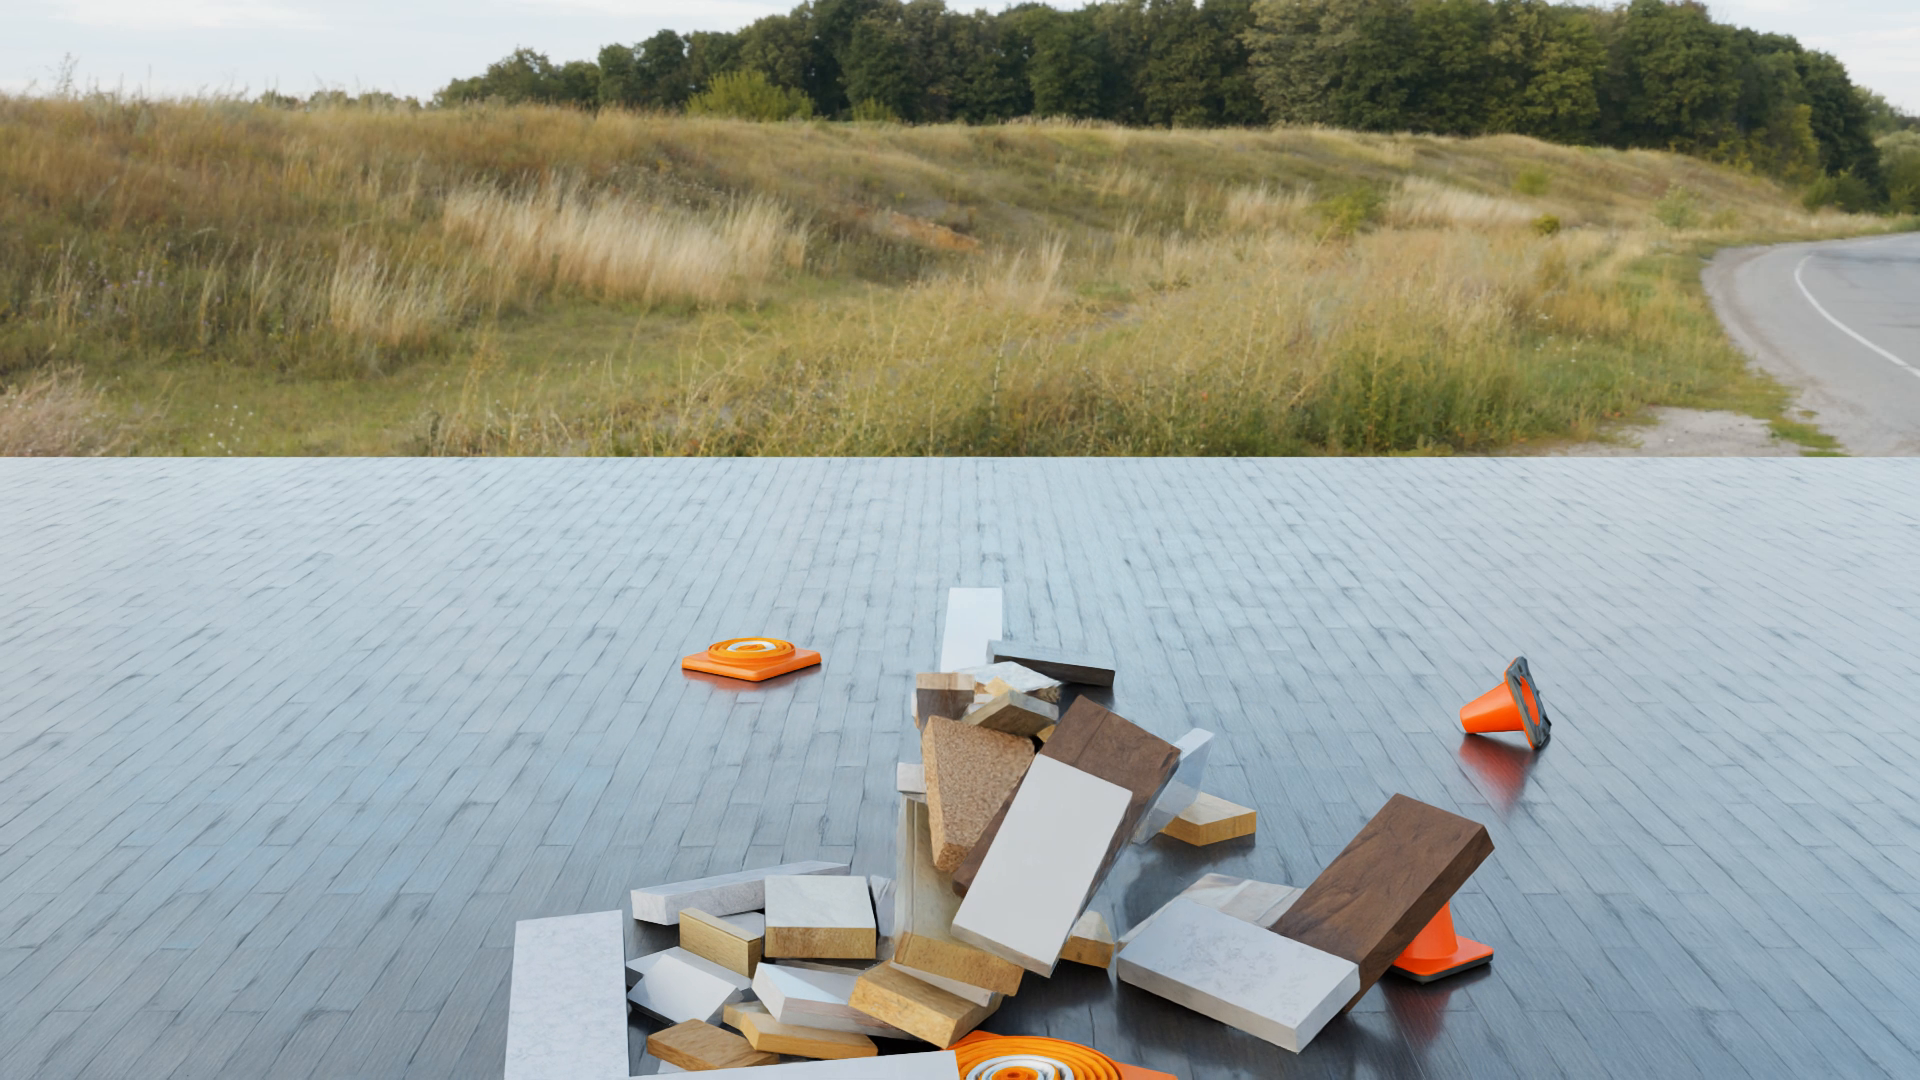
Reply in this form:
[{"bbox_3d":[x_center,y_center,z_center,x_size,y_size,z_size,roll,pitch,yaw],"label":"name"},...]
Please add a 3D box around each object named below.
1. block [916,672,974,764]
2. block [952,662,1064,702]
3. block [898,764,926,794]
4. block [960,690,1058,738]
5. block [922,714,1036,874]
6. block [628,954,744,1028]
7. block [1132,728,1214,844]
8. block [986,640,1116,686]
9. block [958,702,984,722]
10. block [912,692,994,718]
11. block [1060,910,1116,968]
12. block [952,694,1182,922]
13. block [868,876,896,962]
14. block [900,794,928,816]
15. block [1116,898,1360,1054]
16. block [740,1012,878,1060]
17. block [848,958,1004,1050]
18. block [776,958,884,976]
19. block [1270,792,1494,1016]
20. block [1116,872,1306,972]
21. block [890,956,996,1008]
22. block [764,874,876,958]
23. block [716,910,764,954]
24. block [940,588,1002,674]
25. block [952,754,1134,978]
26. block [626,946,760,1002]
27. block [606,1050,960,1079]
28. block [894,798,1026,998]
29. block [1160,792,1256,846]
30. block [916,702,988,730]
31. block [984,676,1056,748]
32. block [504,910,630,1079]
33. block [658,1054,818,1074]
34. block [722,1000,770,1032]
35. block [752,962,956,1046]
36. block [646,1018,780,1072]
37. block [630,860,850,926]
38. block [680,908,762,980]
[{"bbox_3d":[-0.022,0.337,3.777,0.091,0.026,0.706,1,-19,1],"label":"block"},{"bbox_3d":[0.102,0.319,4.814,0.141,0.040,0.282,23,12,26],"label":"block"},{"bbox_3d":[-0.015,0.399,3.631,0.155,0.044,0.310,1,-8,3],"label":"block"},{"bbox_3d":[0.066,0.293,3.486,0.091,0.026,0.182,21,-35,-26],"label":"block"},{"bbox_3d":[0.039,0.395,3.327,0.171,0.049,0.343,15,25,-12],"label":"block"},{"bbox_3d":[-0.395,0.654,3.143,0.172,0.024,0.086,11,48,45],"label":"block"},{"bbox_3d":[0.373,0.434,3.906,0.038,0.133,0.297,20,17,20],"label":"block"},{"bbox_3d":[0.208,0.284,5.083,0.282,0.040,0.141,8,11,-7],"label":"block"},{"bbox_3d":[0.041,0.314,3.595,0.091,0.026,0.182,9,-24,-8],"label":"block"},{"bbox_3d":[-0.010,0.339,4.422,0.158,0.045,0.315,1,-7,2],"label":"block"},{"bbox_3d":[0.077,0.581,3.376,0.304,0.040,0.140,14,9,-8],"label":"block"},{"bbox_3d":[0.153,0.397,3.114,0.171,0.049,0.343,28,62,17],"label":"block"},{"bbox_3d":[-0.069,0.586,3.353,0.133,0.038,0.265,13,9,-7],"label":"block"},{"bbox_3d":[-0.011,0.487,3.658,0.155,0.044,0.311,1,-22,4],"label":"block"},{"bbox_3d":[0.399,0.623,3.172,0.315,0.045,0.157,15,37,41],"label":"block"},{"bbox_3d":[-0.204,0.671,2.961,0.169,0.024,0.085,13,3,-21],"label":"block"},{"bbox_3d":[-0.040,0.629,3.053,0.145,0.041,0.291,21,4,14],"label":"block"},{"bbox_3d":[-0.171,0.640,3.324,0.193,0.027,0.096,4,11,19],"label":"block"},{"bbox_3d":[0.615,0.537,3.284,0.355,0.050,0.177,-42,31,-21],"label":"block"},{"bbox_3d":[0.401,0.609,3.431,0.177,0.050,0.355,6,12,29],"label":"block"},{"bbox_3d":[0.012,0.570,3.151,0.145,0.041,0.291,21,14,10],"label":"block"},{"bbox_3d":[-0.216,0.568,3.336,0.159,0.045,0.319,2,5,-6],"label":"block"},{"bbox_3d":[-0.339,0.608,3.404,0.103,0.029,0.206,-6,3,-27],"label":"block"},{"bbox_3d":[0.026,0.306,5.091,0.141,0.040,1.719,0,11,1],"label":"block"},{"bbox_3d":[0.115,0.443,3.017,0.145,0.041,0.291,22,56,12],"label":"block"},{"bbox_3d":[-0.398,0.654,3.246,0.103,0.029,0.206,-10,14,-43],"label":"block"},{"bbox_3d":[-0.638,0.718,2.718,1.279,0.024,0.085,-4,21,-5],"label":"block"},{"bbox_3d":[-0.004,0.507,3.179,0.171,0.049,0.469,17,14,-5],"label":"block"},{"bbox_3d":[0.398,0.498,4.058,0.139,0.040,0.279,-8,13,-36],"label":"block"},{"bbox_3d":[0.018,0.343,4.101,0.157,0.045,0.661,1,-8,3],"label":"block"},{"bbox_3d":[0.146,0.371,4.483,0.040,0.139,0.279,-42,19,-6],"label":"block"},{"bbox_3d":[-0.545,0.662,3.068,0.159,0.045,0.609,-5,13,-9],"label":"block"},{"bbox_3d":[-0.297,0.707,2.957,0.206,0.029,0.103,0,11,-1],"label":"block"},{"bbox_3d":[-0.237,0.670,3.093,0.172,0.024,0.086,4,5,-41],"label":"block"},{"bbox_3d":[-0.144,0.647,3.064,0.265,0.038,0.133,13,5,-23],"label":"block"},{"bbox_3d":[-0.331,0.684,2.936,0.169,0.024,0.085,9,14,41],"label":"block"},{"bbox_3d":[-0.353,0.569,3.558,0.319,0.045,0.159,-6,-2,-27],"label":"block"},{"bbox_3d":[-0.360,0.616,3.295,0.024,0.086,0.172,-9,14,-42],"label":"block"}]
